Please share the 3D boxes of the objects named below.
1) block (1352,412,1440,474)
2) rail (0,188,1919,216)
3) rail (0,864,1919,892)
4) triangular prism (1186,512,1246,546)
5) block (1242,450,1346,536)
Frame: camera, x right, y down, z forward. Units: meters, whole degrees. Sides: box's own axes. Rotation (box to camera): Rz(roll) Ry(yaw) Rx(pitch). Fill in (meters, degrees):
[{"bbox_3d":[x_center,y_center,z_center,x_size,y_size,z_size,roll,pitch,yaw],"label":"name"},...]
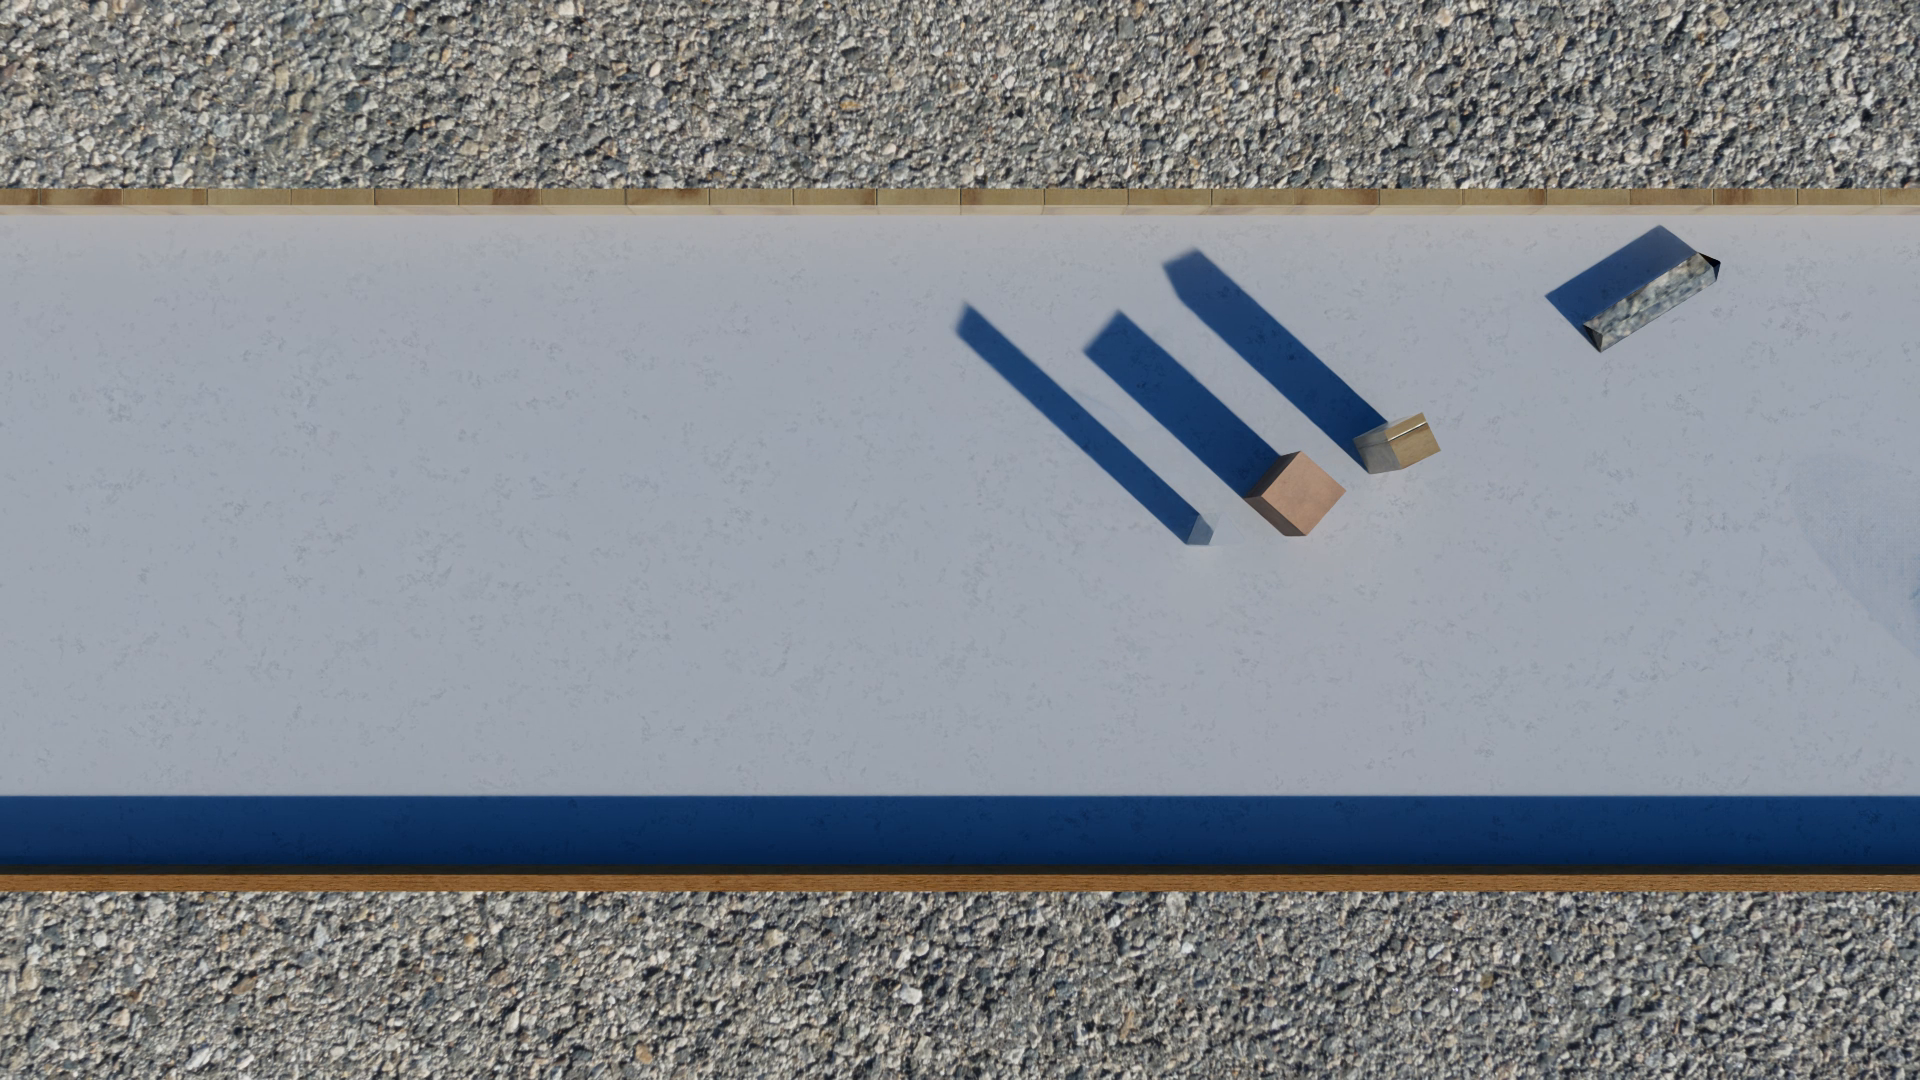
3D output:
[{"bbox_3d":[1.290,-0.283,4.889,0.122,0.375,0.122,-26,90,0],"label":"block"},{"bbox_3d":[-2.247,-1.025,5.002,12.000,0.150,0.050,0,90,0],"label":"rail"},{"bbox_3d":[-2.247,1.025,5.001,12.000,0.150,0.050,0,90,0],"label":"rail"},{"bbox_3d":[0.743,-0.034,4.849,0.104,0.456,0.090,-7,90,0],"label":"triangular prism"},{"bbox_3d":[0.993,-0.135,4.918,0.175,0.316,0.175,41,90,0],"label":"block"}]
